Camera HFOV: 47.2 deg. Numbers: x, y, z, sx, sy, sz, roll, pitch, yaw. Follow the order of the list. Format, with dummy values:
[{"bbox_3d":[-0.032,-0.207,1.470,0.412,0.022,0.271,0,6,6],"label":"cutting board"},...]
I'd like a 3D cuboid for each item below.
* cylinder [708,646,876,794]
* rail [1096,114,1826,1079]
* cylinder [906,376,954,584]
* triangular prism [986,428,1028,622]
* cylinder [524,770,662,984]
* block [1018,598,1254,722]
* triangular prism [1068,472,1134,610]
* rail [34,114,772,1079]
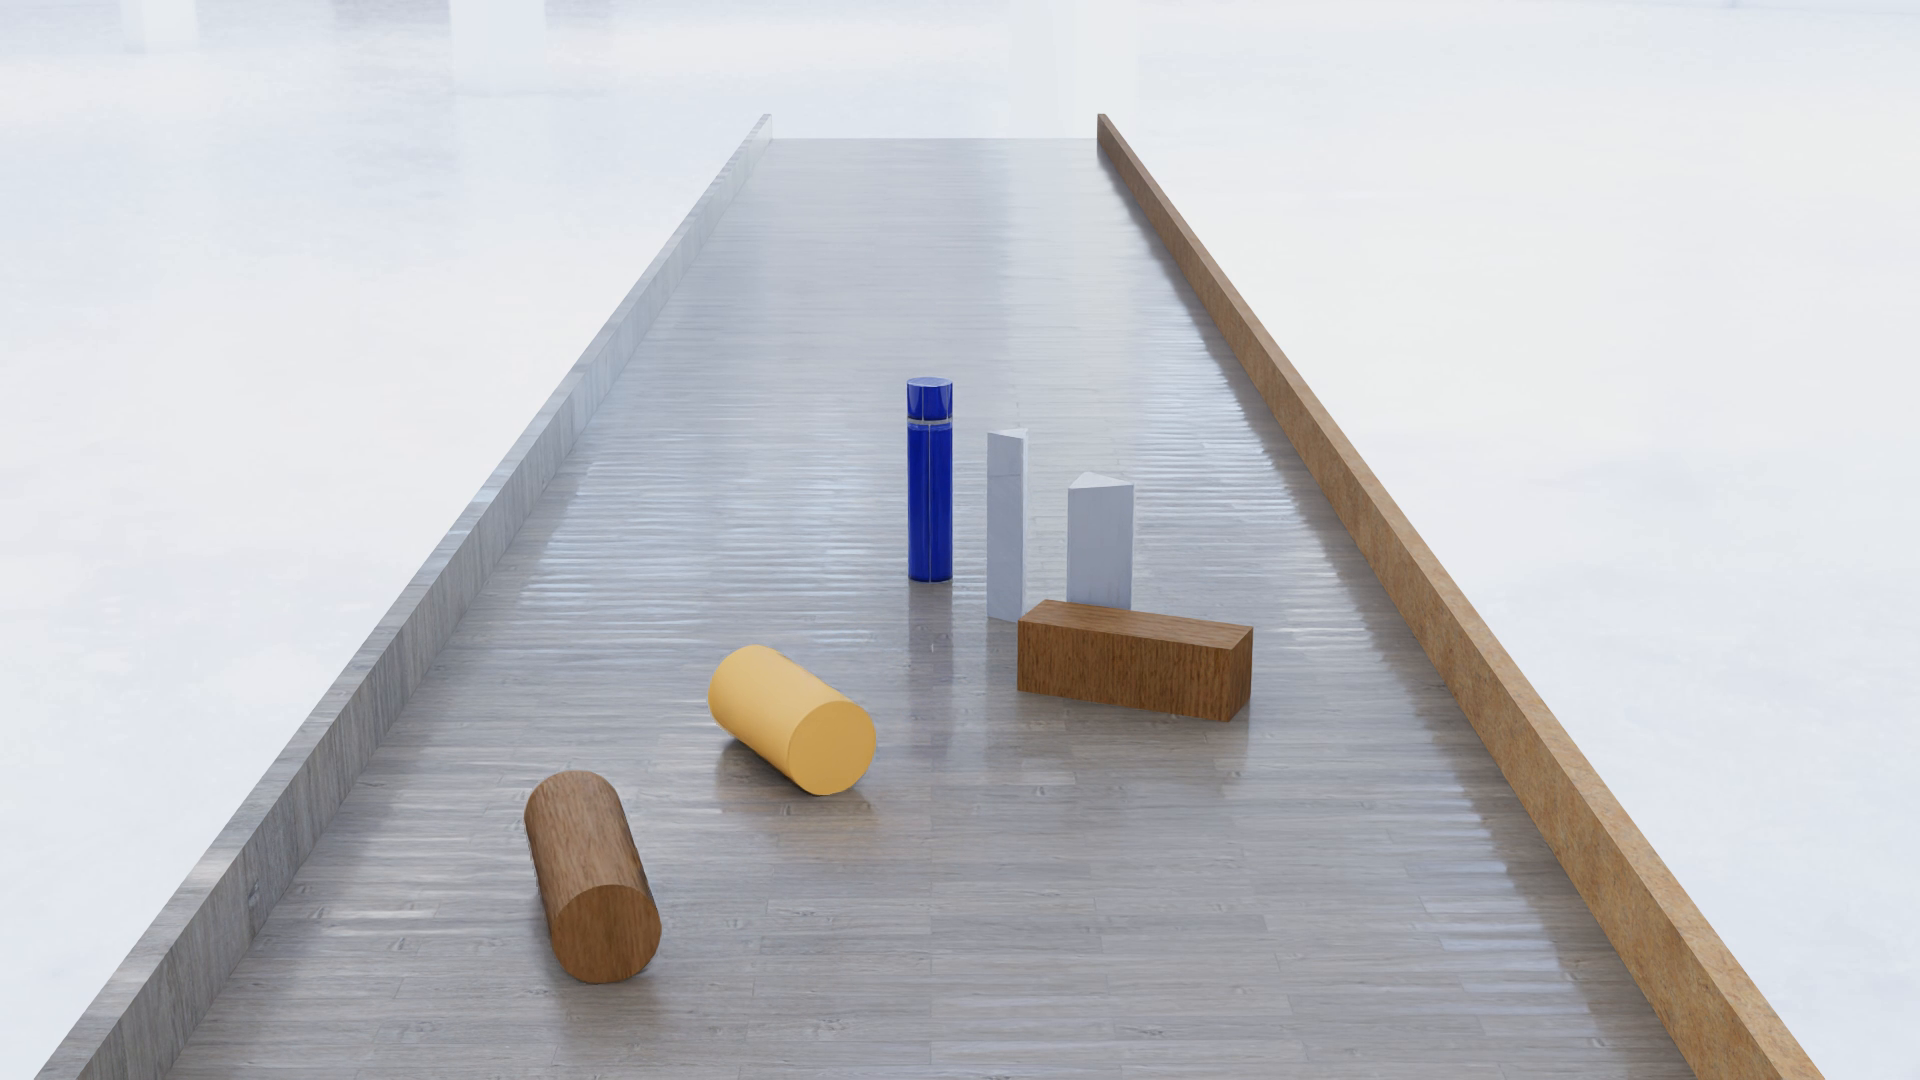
[{"bbox_3d":[-0.299,0.313,3.878,0.169,0.169,0.330,-9,19,-29],"label":"cylinder"},{"bbox_3d":[0.932,-0.844,7.801,0.050,0.150,12.000,0,17,-1],"label":"rail"},{"bbox_3d":[-0.066,-0.131,4.879,0.101,0.450,0.101,0,17,0],"label":"cylinder"},{"bbox_3d":[0.117,-0.033,4.633,0.091,0.402,0.079,12,21,36],"label":"triangular prism"},{"bbox_3d":[-0.555,0.496,3.292,0.153,0.153,0.431,-5,17,-15],"label":"cylinder"},{"bbox_3d":[0.334,0.228,4.210,0.424,0.143,0.143,7,18,22],"label":"block"},{"bbox_3d":[0.265,0.054,4.404,0.132,0.366,0.114,-4,17,-12],"label":"triangular prism"},{"bbox_3d":[-1.118,-0.838,7.780,0.050,0.150,12.000,0,17,-1],"label":"rail"}]
